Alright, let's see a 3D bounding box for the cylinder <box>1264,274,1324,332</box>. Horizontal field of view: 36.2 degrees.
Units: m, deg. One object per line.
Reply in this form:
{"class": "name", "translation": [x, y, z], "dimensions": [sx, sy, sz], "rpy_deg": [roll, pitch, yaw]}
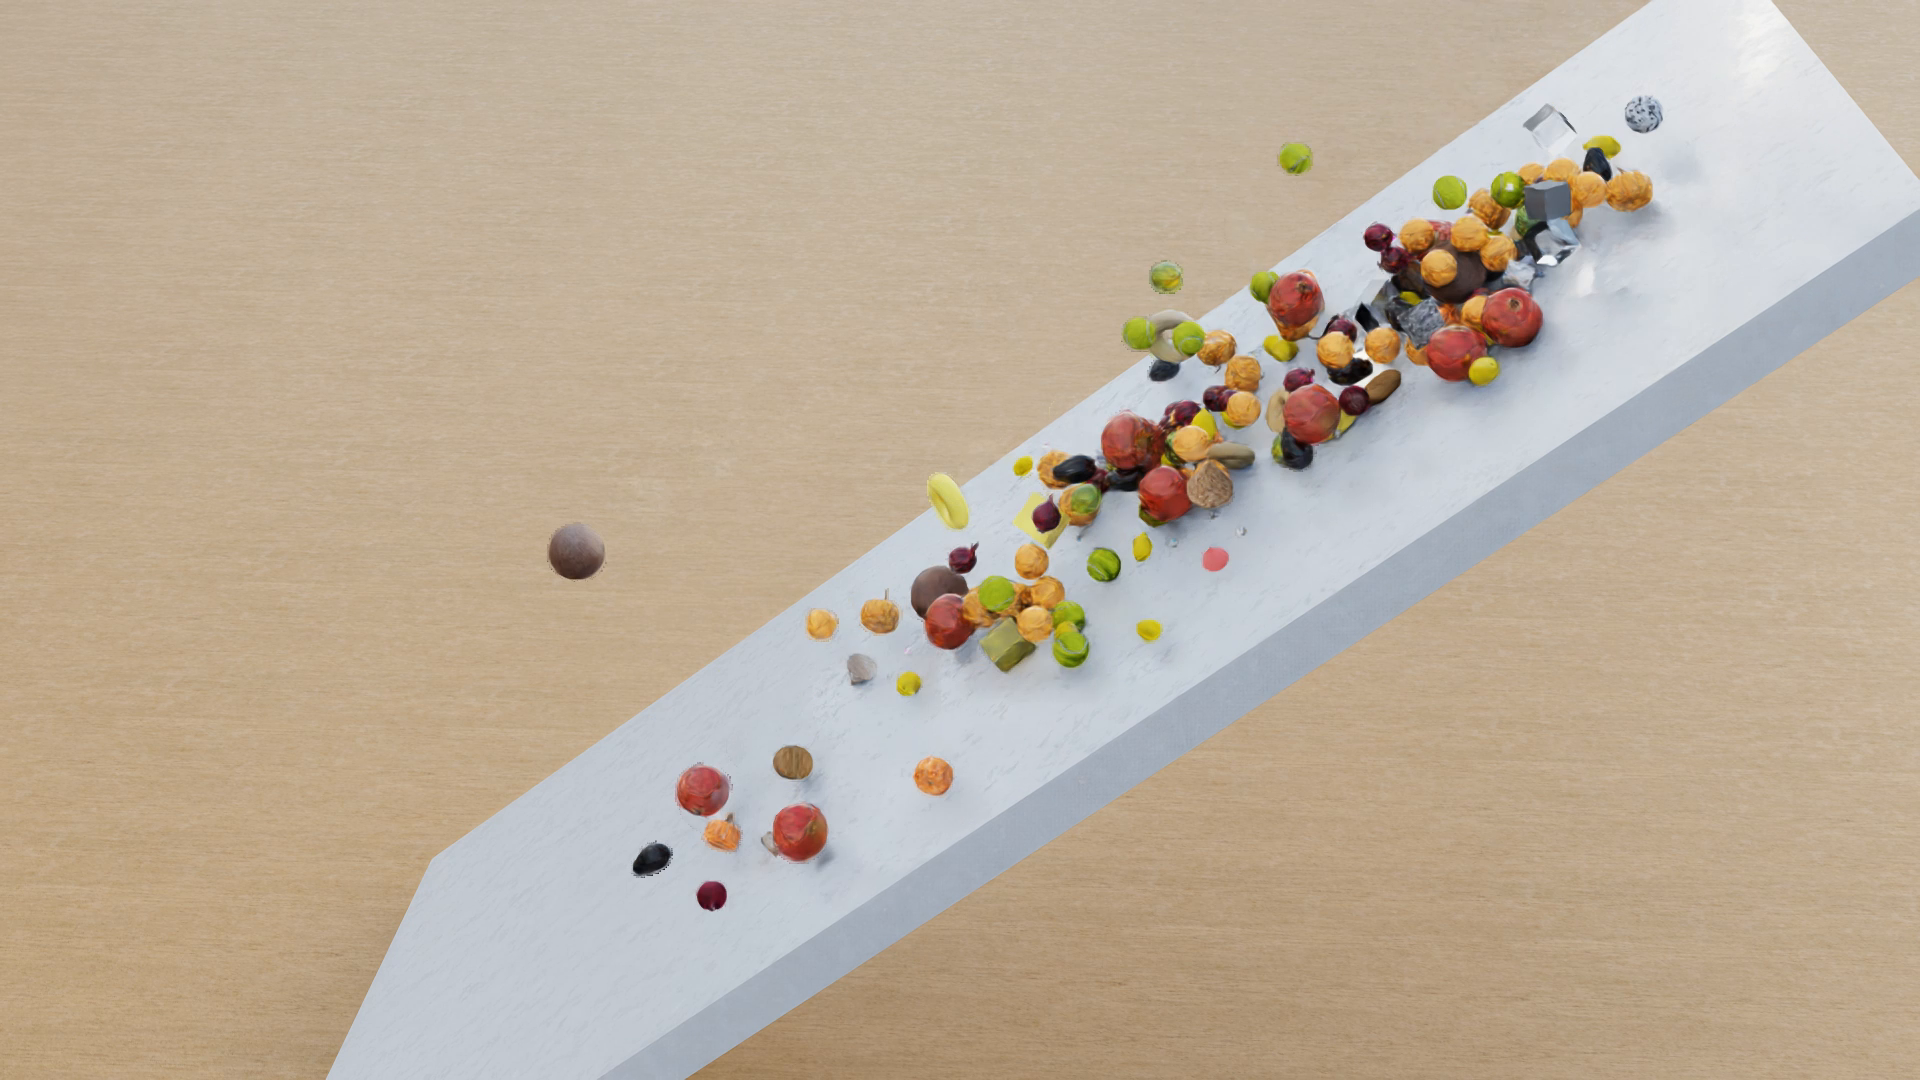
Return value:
{"class": "cylinder", "translation": [0.740, -0.526, 6.507], "dimensions": [0.095, 0.095, 0.095], "rpy_deg": [-30, 7, 30]}

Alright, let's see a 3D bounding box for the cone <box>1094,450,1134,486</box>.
{"class": "cone", "translation": [0.349, -0.169, 6.527], "dimensions": [0.084, 0.084, 0.084], "rpy_deg": [-12, 24, -1]}

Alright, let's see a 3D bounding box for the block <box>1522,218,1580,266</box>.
{"class": "block", "translation": [1.143, -0.578, 5.689], "dimensions": [0.064, 0.064, 0.064], "rpy_deg": [-1, 59, -37]}

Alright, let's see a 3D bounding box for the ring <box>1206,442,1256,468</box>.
{"class": "ring", "translation": [0.551, -0.171, 5.980], "dimensions": [0.099, 0.033, 0.099], "rpy_deg": [6, -16, 2]}

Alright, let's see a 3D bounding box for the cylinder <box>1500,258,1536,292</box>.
{"class": "cylinder", "translation": [1.085, -0.513, 5.716], "dimensions": [0.052, 0.052, 0.052], "rpy_deg": [21, 26, 6]}

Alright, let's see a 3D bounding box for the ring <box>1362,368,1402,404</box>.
{"class": "ring", "translation": [0.832, -0.302, 5.799], "dimensions": [0.089, 0.030, 0.089], "rpy_deg": [-39, 15, 13]}

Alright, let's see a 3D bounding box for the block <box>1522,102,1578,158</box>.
{"class": "block", "translation": [1.200, -0.833, 5.977], "dimensions": [0.067, 0.067, 0.067], "rpy_deg": [-43, 31, 7]}

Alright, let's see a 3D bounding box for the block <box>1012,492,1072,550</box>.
{"class": "block", "translation": [0.173, -0.040, 6.197], "dimensions": [0.081, 0.081, 0.081], "rpy_deg": [36, 1, 15]}

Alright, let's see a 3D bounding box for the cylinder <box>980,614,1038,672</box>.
{"class": "cylinder", "translation": [0.098, 0.210, 5.961], "dimensions": [0.085, 0.085, 0.085], "rpy_deg": [-41, 24, 8]}

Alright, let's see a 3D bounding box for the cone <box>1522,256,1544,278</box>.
{"class": "cone", "translation": [1.126, -0.525, 5.751], "dimensions": [0.051, 0.051, 0.051], "rpy_deg": [-13, 27, -28]}

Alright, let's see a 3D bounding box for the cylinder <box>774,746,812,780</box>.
{"class": "cylinder", "translation": [-0.355, 0.473, 6.245], "dimensions": [0.070, 0.070, 0.070], "rpy_deg": [-7, -1, -17]}

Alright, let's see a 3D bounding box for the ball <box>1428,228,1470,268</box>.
{"class": "ball", "translation": [1.002, -0.599, 6.028], "dimensions": [0.085, 0.085, 0.085], "rpy_deg": [0, 23, 0]}

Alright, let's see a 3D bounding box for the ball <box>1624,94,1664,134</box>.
{"class": "ball", "translation": [1.371, -0.854, 5.895], "dimensions": [0.076, 0.076, 0.076], "rpy_deg": [0, 23, 0]}

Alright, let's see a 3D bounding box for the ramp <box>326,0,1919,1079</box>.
{"class": "ramp", "translation": [0.126, 0.181, 6.329], "dimensions": [4.000, 0.100, 2.000], "rpy_deg": [-35, 16, 17]}

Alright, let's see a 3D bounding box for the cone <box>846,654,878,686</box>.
{"class": "cone", "translation": [-0.230, 0.304, 6.561], "dimensions": [0.072, 0.072, 0.072], "rpy_deg": [13, 46, -14]}

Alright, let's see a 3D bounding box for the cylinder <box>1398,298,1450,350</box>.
{"class": "cylinder", "translation": [0.886, -0.413, 5.623], "dimensions": [0.074, 0.074, 0.074], "rpy_deg": [-31, -3, -2]}

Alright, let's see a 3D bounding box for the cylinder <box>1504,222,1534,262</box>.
{"class": "cylinder", "translation": [1.121, -0.595, 5.874], "dimensions": [0.058, 0.058, 0.058], "rpy_deg": [11, 51, 24]}

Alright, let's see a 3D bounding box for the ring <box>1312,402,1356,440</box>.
{"class": "ring", "translation": [0.740, -0.234, 5.817], "dimensions": [0.098, 0.033, 0.098], "rpy_deg": [-35, 18, 13]}

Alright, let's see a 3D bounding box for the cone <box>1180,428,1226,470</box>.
{"class": "cone", "translation": [0.494, -0.209, 6.175], "dimensions": [0.091, 0.091, 0.091], "rpy_deg": [40, 14, -19]}

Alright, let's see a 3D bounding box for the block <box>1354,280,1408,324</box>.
{"class": "block", "translation": [0.872, -0.493, 6.085], "dimensions": [0.065, 0.065, 0.065], "rpy_deg": [-54, 20, -11]}

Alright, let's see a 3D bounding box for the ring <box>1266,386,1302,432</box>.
{"class": "ring", "translation": [0.663, -0.268, 6.026], "dimensions": [0.034, 0.101, 0.101], "rpy_deg": [19, 15, -24]}

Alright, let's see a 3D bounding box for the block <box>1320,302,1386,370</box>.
{"class": "block", "translation": [0.811, -0.421, 6.074], "dimensions": [0.083, 0.083, 0.083], "rpy_deg": [-26, 22, 43]}

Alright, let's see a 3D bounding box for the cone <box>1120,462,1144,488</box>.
{"class": "cone", "translation": [0.363, -0.150, 6.413], "dimensions": [0.054, 0.054, 0.054], "rpy_deg": [-36, 16, 12]}

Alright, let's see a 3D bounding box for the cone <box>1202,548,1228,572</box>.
{"class": "cone", "translation": [0.482, 0.026, 5.614], "dimensions": [0.052, 0.052, 0.052], "rpy_deg": [-8, 62, 14]}

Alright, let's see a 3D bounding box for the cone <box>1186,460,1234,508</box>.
{"class": "cone", "translation": [0.497, -0.131, 5.849], "dimensions": [0.095, 0.095, 0.095], "rpy_deg": [-2, 52, 3]}

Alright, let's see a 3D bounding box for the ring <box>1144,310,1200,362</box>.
{"class": "ring", "translation": [0.475, -0.455, 6.580], "dimensions": [0.130, 0.130, 0.043], "rpy_deg": [6, 36, 13]}

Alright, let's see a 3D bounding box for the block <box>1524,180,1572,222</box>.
{"class": "block", "translation": [1.127, -0.651, 5.637], "dimensions": [0.062, 0.062, 0.062], "rpy_deg": [-17, 19, -24]}

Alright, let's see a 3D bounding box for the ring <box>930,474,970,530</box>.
{"class": "ring", "translation": [-0.024, -0.086, 6.661], "dimensions": [0.046, 0.137, 0.137], "rpy_deg": [-29, 31, -13]}

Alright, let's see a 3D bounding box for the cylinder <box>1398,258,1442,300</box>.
{"class": "cylinder", "translation": [0.944, -0.535, 6.035], "dimensions": [0.062, 0.062, 0.062], "rpy_deg": [39, 40, 23]}
